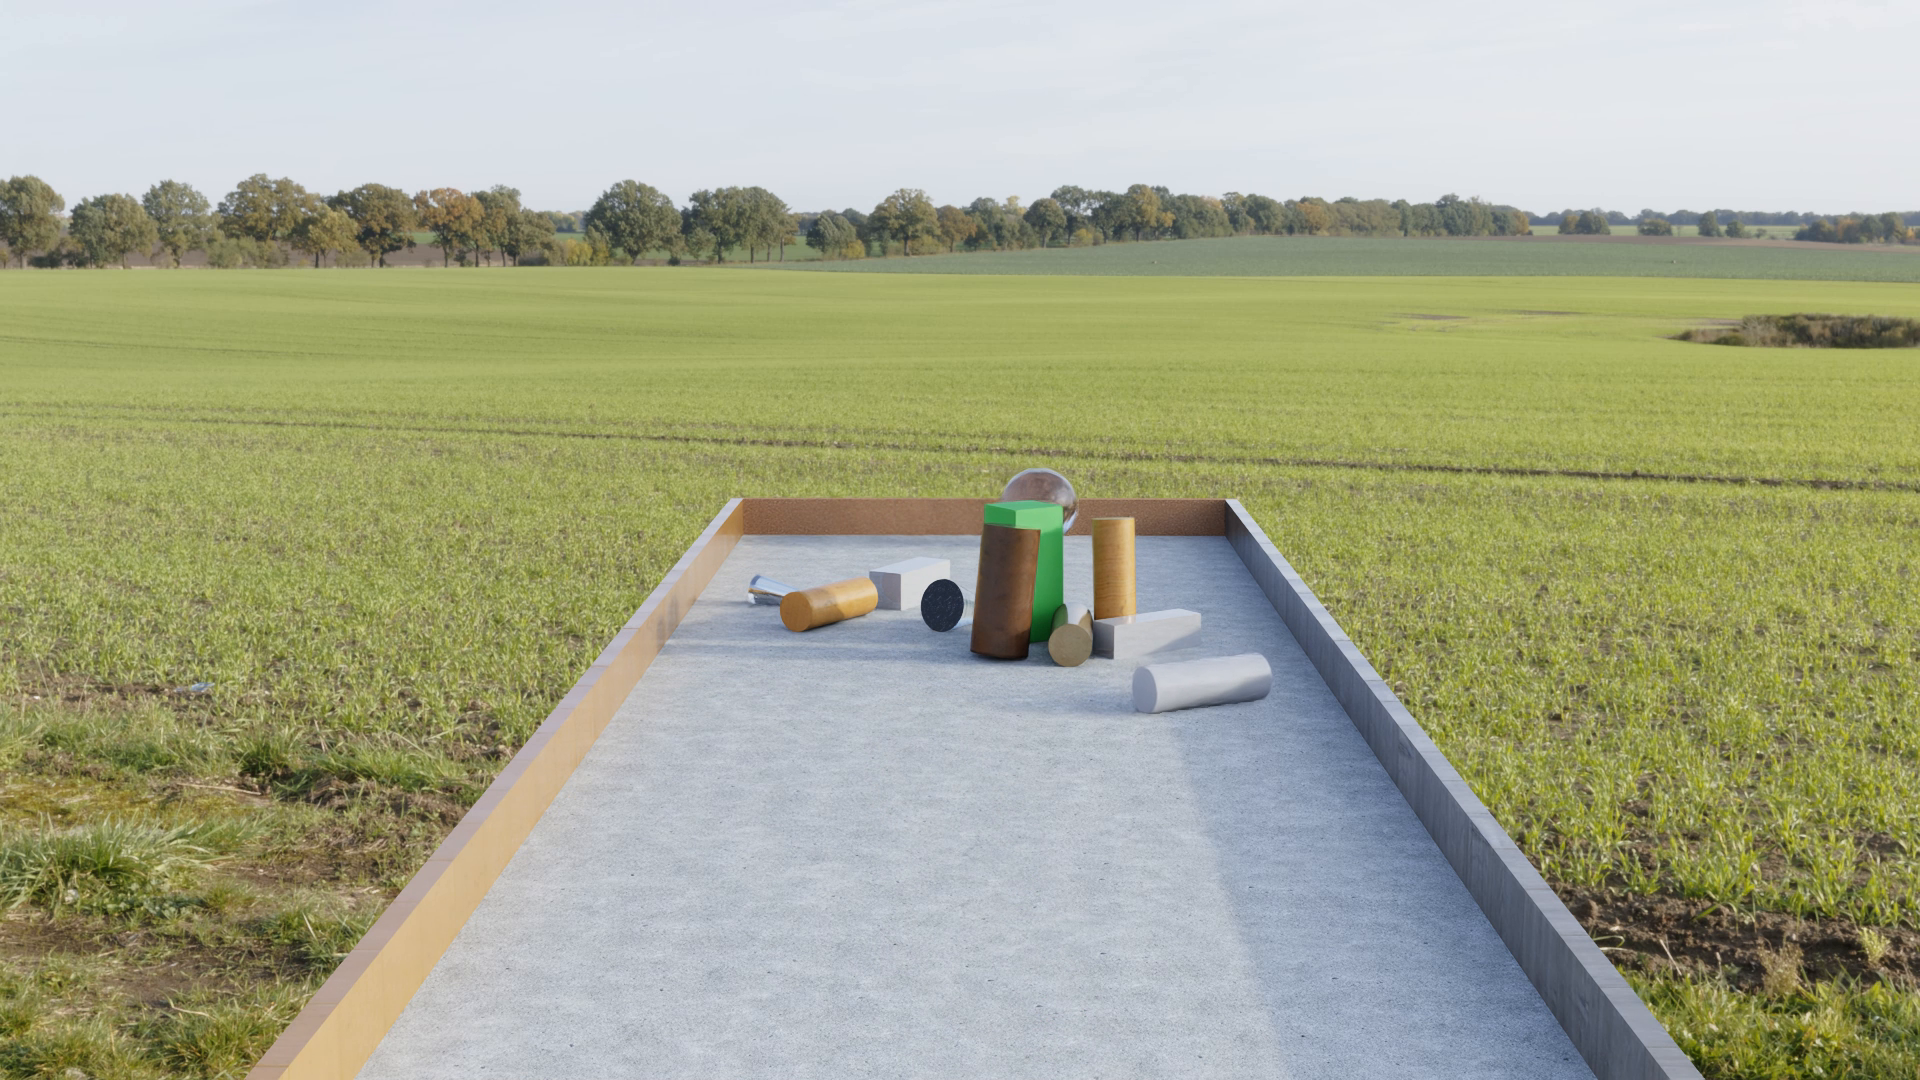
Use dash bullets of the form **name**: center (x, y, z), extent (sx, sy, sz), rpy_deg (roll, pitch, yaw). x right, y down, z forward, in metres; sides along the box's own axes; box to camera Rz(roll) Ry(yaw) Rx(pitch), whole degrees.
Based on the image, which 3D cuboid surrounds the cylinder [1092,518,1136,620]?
- **cylinder**: center (0.486, 0.127, 6.927), extent (0.135, 0.390, 0.135), rpy_deg (-2, 4, 0)

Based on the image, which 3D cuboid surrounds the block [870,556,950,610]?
- **block**: center (-0.173, 0.150, 7.653), extent (0.128, 0.128, 0.333), rpy_deg (5, 10, 29)

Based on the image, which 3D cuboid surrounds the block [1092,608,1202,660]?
- **block**: center (0.582, 0.291, 6.838), extent (0.347, 0.105, 0.105), rpy_deg (-6, 11, -34)

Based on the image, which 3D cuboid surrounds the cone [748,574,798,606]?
- **cone**: center (-0.517, 0.208, 7.535), extent (0.421, 0.102, 0.102), rpy_deg (11, 13, 23)

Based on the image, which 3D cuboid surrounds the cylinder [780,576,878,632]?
- **cylinder**: center (-0.431, 0.210, 7.269), extent (0.131, 0.131, 0.361), rpy_deg (6, 11, 34)

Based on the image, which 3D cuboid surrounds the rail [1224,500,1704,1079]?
- **rail**: center (1.046, 0.843, 3.208), extent (0.050, 0.150, 12.000), rpy_deg (0, 9, 1)

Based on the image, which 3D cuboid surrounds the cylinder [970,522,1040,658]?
- **cylinder**: center (0.139, 0.152, 6.726), extent (0.180, 0.393, 0.180), rpy_deg (6, 4, 0)

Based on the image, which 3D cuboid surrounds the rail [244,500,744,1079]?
- **rail**: center (-1.004, 0.839, 3.234), extent (0.050, 0.150, 12.000), rpy_deg (0, 9, 1)

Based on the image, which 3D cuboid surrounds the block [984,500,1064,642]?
- **block**: center (0.204, 0.100, 7.003), extent (0.179, 0.427, 0.179), rpy_deg (-6, 10, -32)

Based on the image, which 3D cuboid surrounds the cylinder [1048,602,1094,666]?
- **cylinder**: center (0.343, 0.288, 6.773), extent (0.131, 0.131, 0.368), rpy_deg (1, 9, 4)

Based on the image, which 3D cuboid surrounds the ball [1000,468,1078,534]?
- **ball**: center (0.317, -0.137, 8.876), extent (0.311, 0.311, 0.311), rpy_deg (0, 9, 0)

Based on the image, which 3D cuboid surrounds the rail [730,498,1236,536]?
- **rail**: center (0.099, -0.098, 9.147), extent (2.100, 0.150, 0.050), rpy_deg (0, 9, 1)

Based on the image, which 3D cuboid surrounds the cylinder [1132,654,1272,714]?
- **cylinder**: center (0.671, 0.396, 6.095), extent (0.378, 0.130, 0.130), rpy_deg (-5, 10, -27)

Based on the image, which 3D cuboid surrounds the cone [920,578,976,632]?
- **cone**: center (0.052, 0.230, 7.289), extent (0.173, 0.173, 0.384), rpy_deg (6, -2, 35)
